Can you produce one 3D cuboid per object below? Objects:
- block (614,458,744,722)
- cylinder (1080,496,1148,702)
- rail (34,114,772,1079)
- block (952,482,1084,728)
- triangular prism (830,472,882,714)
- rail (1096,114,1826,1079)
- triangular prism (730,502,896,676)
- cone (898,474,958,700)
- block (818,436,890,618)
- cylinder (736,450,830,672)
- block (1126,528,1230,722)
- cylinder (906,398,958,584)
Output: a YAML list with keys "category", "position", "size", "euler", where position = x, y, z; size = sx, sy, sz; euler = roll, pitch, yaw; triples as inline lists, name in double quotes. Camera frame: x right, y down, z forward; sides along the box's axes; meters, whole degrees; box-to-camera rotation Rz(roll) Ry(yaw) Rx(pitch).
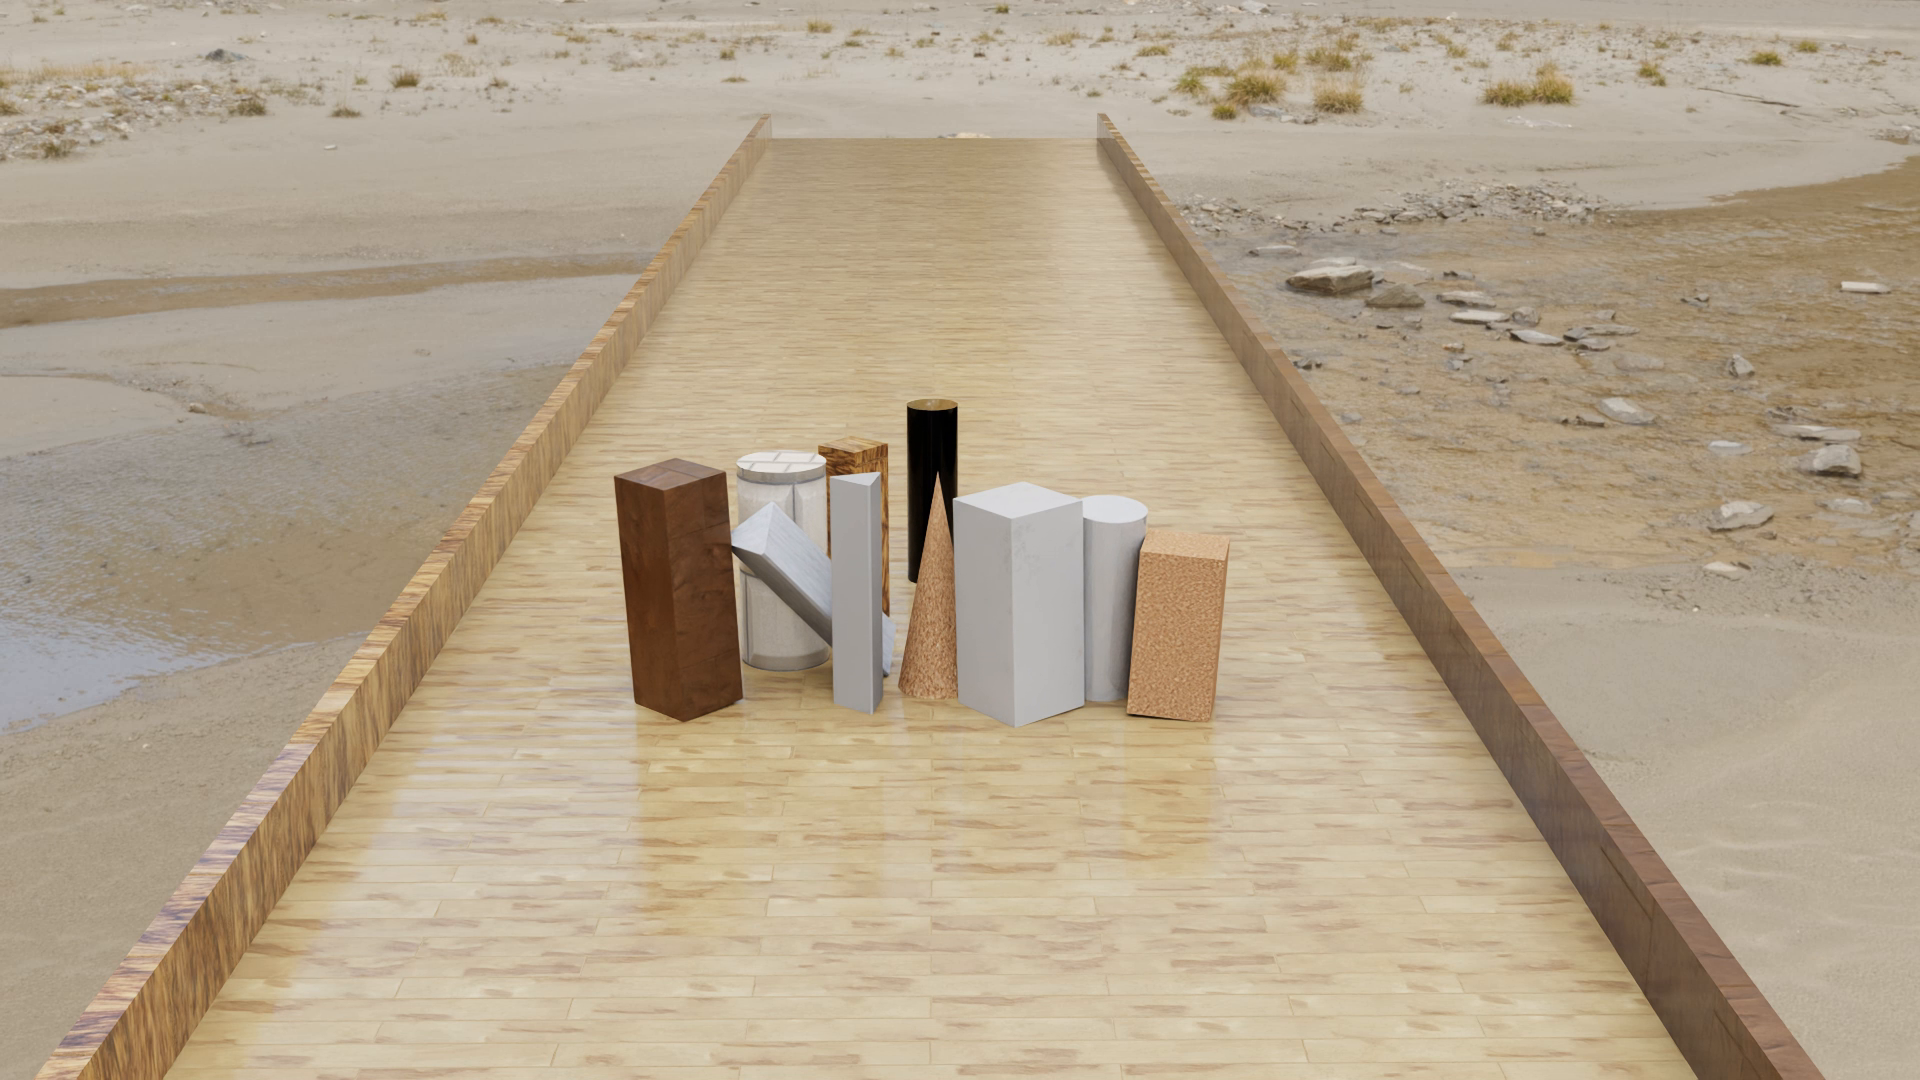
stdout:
- category: "block"
  position: [-0.524, 0.092, 4.112]
  size: [0.146, 0.452, 0.146]
  euler: [15, 26, 42]
- category: "cylinder"
  position: [0.274, 0.111, 4.184]
  size: [0.141, 0.368, 0.141]
  euler: [2, 22, -1]
- category: "rail"
  position: [-1.118, -0.838, 7.780]
  size: [0.050, 0.150, 12.000]
  euler: [0, 17, -1]
- category: "block"
  position: [0.111, 0.118, 4.110]
  size: [0.170, 0.405, 0.170]
  euler: [-15, 22, -36]
- category: "triangular prism"
  position: [-0.176, 0.096, 4.124]
  size: [0.097, 0.445, 0.084]
  euler: [13, 21, 37]
- category: "rail"
  position: [0.932, -0.844, 7.801]
  size: [0.050, 0.150, 12.000]
  euler: [0, 17, -1]
- category: "triangular prism"
  position: [-0.266, 0.091, 4.230]
  size: [0.121, 0.441, 0.105]
  euler: [17, 68, 43]
- category: "cone"
  position: [-0.042, 0.076, 4.216]
  size: [0.157, 0.431, 0.157]
  euler: [0, 17, 0]
- category: "block"
  position: [-0.222, -0.017, 4.616]
  size: [0.103, 0.380, 0.103]
  euler: [13, 21, 37]
- category: "cylinder"
  position: [-0.351, 0.040, 4.377]
  size: [0.176, 0.407, 0.176]
  euler: [0, 17, 0]
- category: "block"
  position: [0.410, 0.159, 4.123]
  size: [0.155, 0.317, 0.155]
  euler: [6, 17, 9]
- category: "cylinder"
  position: [-0.061, -0.106, 4.885]
  size: [0.114, 0.399, 0.114]
  euler: [0, 17, 0]
